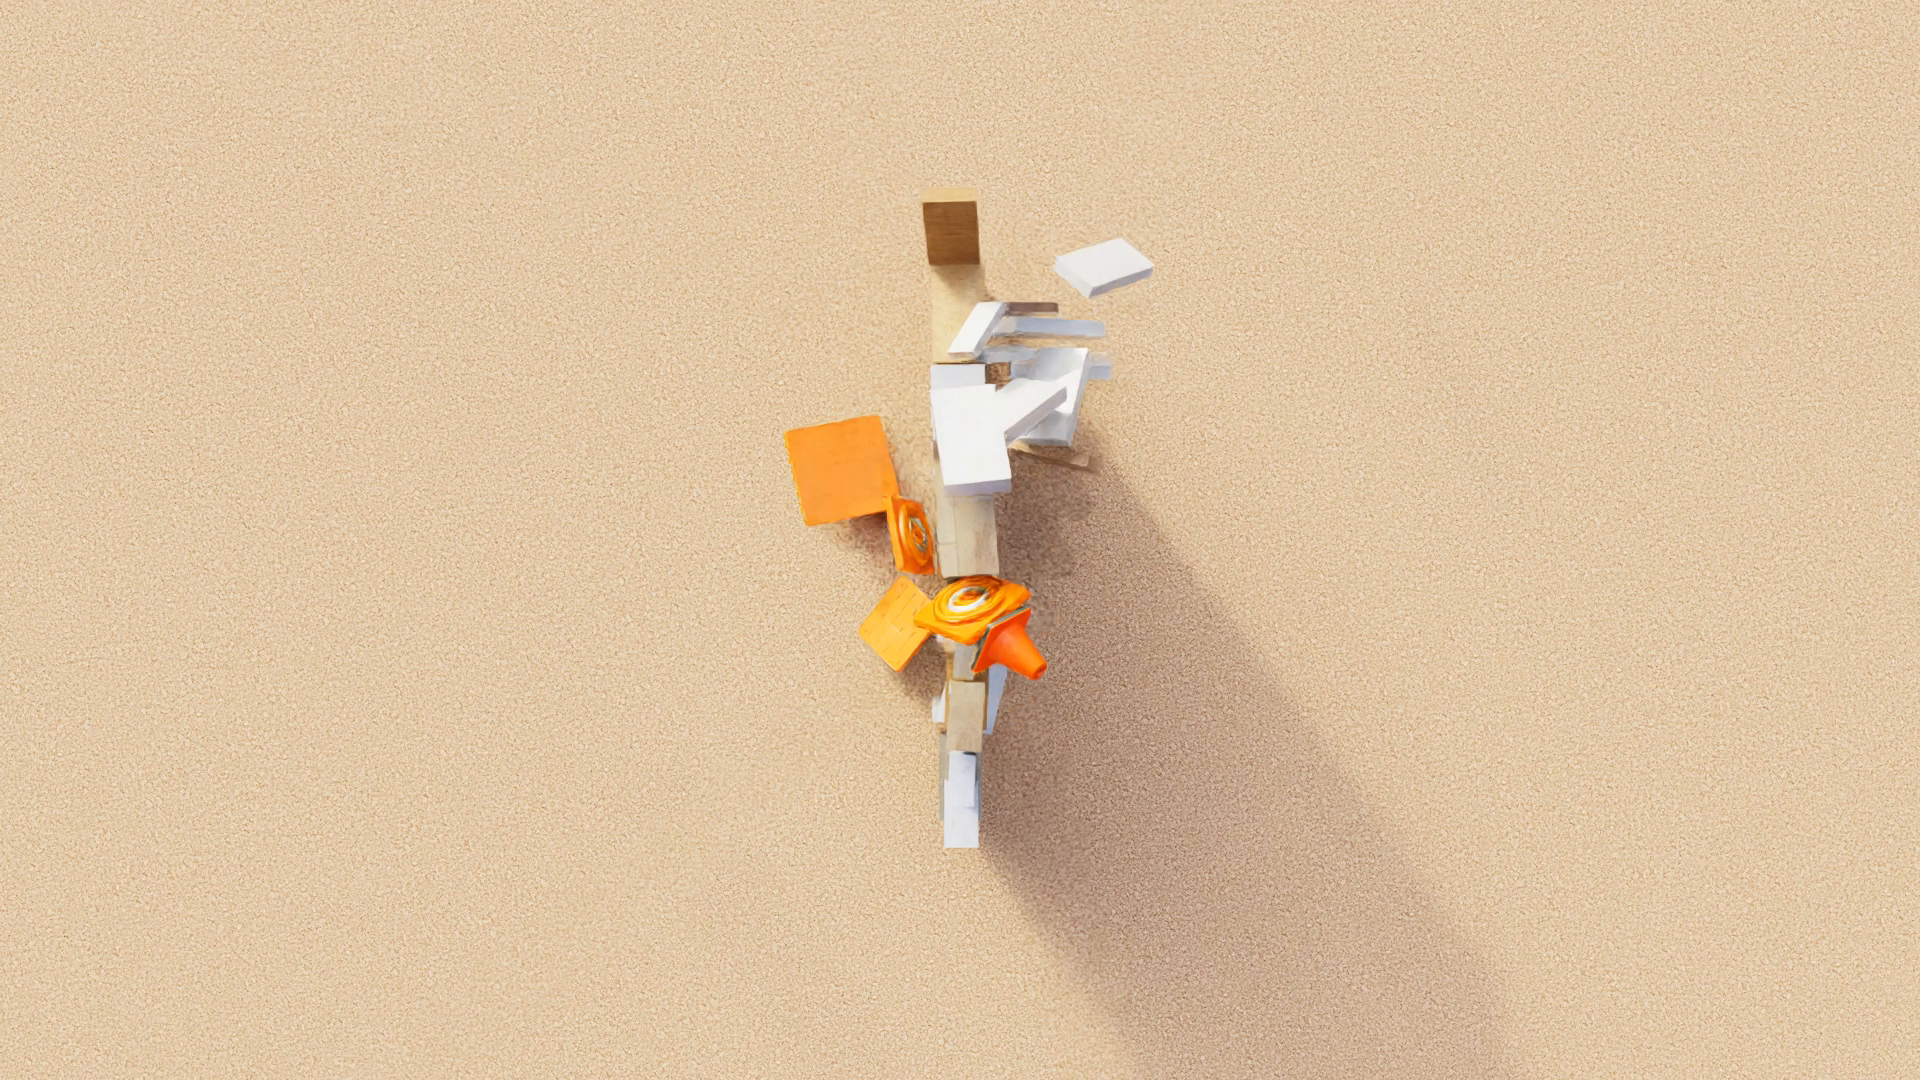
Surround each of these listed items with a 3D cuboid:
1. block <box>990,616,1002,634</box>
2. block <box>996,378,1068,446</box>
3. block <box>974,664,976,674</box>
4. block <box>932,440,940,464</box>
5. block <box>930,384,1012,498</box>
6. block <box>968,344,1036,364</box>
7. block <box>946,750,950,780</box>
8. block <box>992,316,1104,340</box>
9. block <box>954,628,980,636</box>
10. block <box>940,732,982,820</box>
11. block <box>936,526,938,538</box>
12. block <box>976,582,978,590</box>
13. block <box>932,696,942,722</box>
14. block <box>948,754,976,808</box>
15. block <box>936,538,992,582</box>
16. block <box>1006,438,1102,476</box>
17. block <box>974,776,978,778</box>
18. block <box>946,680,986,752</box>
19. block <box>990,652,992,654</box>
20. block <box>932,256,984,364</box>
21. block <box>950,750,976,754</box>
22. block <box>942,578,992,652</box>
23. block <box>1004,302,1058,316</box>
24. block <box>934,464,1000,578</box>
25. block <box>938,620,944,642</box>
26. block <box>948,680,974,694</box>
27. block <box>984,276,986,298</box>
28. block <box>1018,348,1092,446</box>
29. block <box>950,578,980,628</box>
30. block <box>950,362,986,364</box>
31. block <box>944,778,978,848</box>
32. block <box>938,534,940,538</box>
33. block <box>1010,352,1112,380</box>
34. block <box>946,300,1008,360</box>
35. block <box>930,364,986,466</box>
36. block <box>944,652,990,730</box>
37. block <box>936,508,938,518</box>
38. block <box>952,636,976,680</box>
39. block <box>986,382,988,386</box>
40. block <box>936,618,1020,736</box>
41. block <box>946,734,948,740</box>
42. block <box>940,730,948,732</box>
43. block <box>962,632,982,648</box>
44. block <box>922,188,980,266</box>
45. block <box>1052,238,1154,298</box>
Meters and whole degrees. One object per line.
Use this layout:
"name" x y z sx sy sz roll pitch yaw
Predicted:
"block" 0.044 0.250 4.955 0.139 0.278 0.039 6 90 -2
"block" 0.147 -0.375 4.842 0.175 0.349 0.049 13 126 34
"block" 0.019 0.367 4.739 0.057 0.148 0.016 4 91 0
"block" 0.016 -0.224 4.583 0.175 0.365 0.049 -2 84 0
"block" 0.027 -0.265 4.369 0.175 0.049 0.349 -6 50 -3
"block" 0.122 -0.566 5.008 0.103 0.207 0.029 19 112 43
"block" 0.003 0.639 4.933 0.076 0.022 0.153 3 91 0
"block" 0.271 -0.658 5.130 0.319 0.160 0.045 0 92 -28
"block" 0.018 0.253 4.701 0.072 0.144 0.020 -2 82 0
"block" 0.002 0.746 5.210 0.135 0.038 0.271 0 90 0
"block" 0.004 -0.023 5.047 0.151 0.470 0.043 -2 90 -1
"block" 0.014 0.150 4.704 0.072 0.144 0.020 -2 72 -1
"block" 0.002 0.545 5.323 0.176 0.353 0.050 0 90 0
"block" 0.005 0.694 4.762 0.075 0.021 0.149 3 92 0
"block" 0.013 0.052 4.613 0.153 0.313 0.043 -3 74 -1
"block" 0.269 -0.272 5.116 0.316 0.158 0.045 16 88 19
"block" 0.004 0.756 5.089 0.101 0.203 0.029 0 90 0
"block" 0.016 0.492 4.608 0.096 0.027 0.192 4 90 0
"block" 0.028 0.343 4.973 0.124 0.248 0.035 3 90 0
"block" -0.005 -0.718 5.149 0.163 0.046 0.326 -1 90 2
"block" 0.008 0.632 4.846 0.075 0.149 0.021 3 99 0
"block" 0.019 0.186 4.795 0.139 0.039 0.278 -1 89 -1
"block" 0.195 -0.711 5.077 0.214 0.103 0.029 1 92 2
"block" 0.018 -0.058 4.429 0.153 0.043 0.305 -4 90 1
"block" 0.018 0.302 5.323 0.176 0.353 0.050 6 90 0
"block" 0.017 0.424 4.717 0.096 0.192 0.027 4 90 0
"block" 0.000 -0.828 5.335 0.163 0.326 0.046 -1 90 2
"block" 0.292 -0.441 5.051 0.158 0.045 0.316 4 68 26
"block" 0.013 0.175 4.598 0.072 0.020 0.144 -3 64 -1
"block" 0.003 -0.610 5.336 0.163 0.326 0.046 0 90 1
"block" 0.004 0.824 4.974 0.101 0.029 0.203 0 90 0
"block" 0.009 -0.117 4.790 0.151 0.043 0.302 -2 90 -2
"block" 0.317 -0.555 5.236 0.316 0.158 0.045 1 111 1
"block" 0.052 -0.628 4.939 0.029 0.104 0.207 50 58 -36
"block" -0.003 -0.376 5.138 0.168 0.048 0.336 -1 91 0
"block" 0.021 0.426 4.831 0.124 0.035 0.248 2 90 0
"block" 0.010 -0.092 4.615 0.153 0.305 0.043 -1 101 -2
"block" 0.013 0.332 4.653 0.057 0.016 0.114 6 94 4
"block" 0.003 -0.485 5.331 0.168 0.336 0.048 1 94 0
"block" 0.056 0.410 5.122 0.176 0.050 0.353 15 90 0
"block" 0.012 0.554 4.717 0.096 0.192 0.027 6 92 0
"block" 0.002 0.656 5.365 0.135 0.271 0.038 0 90 0
"block" 0.029 0.290 4.714 0.057 0.114 0.016 -13 71 5
"block" -0.024 -0.942 4.977 0.160 0.319 0.045 -1 64 2
"block" 0.456 -0.862 5.213 0.160 0.320 0.045 44 134 22
